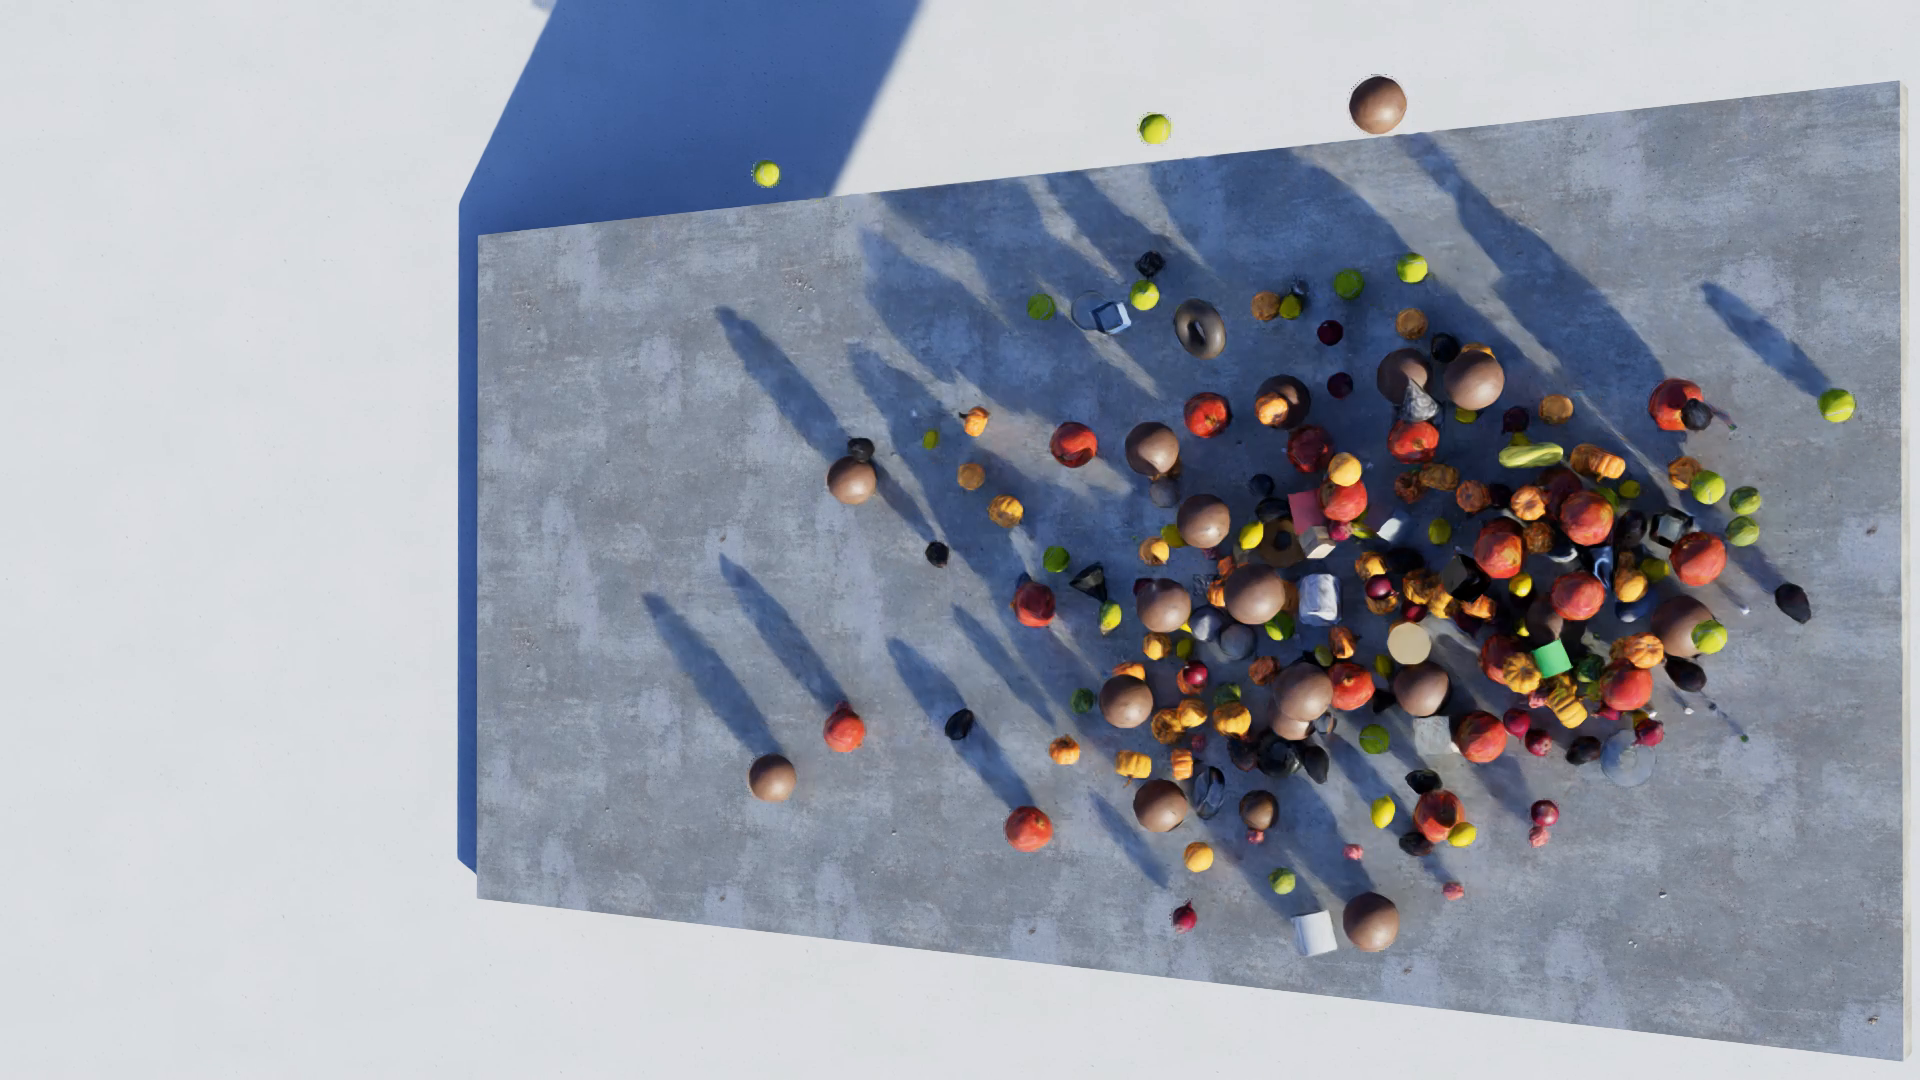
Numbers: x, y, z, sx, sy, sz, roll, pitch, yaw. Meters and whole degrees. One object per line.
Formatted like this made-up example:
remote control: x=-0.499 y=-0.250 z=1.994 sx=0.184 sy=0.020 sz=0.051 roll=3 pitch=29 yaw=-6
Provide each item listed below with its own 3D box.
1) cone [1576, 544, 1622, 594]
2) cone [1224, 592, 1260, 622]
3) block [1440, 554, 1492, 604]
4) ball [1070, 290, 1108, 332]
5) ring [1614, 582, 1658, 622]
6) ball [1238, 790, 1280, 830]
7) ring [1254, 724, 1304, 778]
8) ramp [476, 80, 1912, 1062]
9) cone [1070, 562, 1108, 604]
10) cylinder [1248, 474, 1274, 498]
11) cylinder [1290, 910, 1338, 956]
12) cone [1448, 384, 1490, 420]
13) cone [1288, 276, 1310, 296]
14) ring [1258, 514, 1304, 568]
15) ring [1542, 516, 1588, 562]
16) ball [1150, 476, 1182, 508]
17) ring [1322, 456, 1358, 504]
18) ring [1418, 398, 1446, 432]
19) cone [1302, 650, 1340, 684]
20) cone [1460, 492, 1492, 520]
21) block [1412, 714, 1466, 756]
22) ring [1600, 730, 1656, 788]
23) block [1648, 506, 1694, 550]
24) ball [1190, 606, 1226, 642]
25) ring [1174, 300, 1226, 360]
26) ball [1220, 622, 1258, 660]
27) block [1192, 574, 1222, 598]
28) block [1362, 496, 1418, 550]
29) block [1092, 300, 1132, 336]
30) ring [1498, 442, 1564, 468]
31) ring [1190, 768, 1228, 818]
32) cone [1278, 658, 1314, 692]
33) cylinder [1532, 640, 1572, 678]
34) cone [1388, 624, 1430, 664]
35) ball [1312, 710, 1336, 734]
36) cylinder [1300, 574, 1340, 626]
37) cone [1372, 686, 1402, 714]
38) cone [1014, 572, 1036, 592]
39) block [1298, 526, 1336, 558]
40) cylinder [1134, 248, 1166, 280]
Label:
cone: x=1.377 y=0.070 z=4.695 sx=0.097 sy=0.097 sz=0.097 roll=-13 pitch=79 yaw=0
cone: x=0.685 y=0.146 z=5.245 sx=0.078 sy=0.078 sz=0.078 roll=-31 pitch=90 yaw=1
block: x=1.104 y=0.084 z=4.804 sx=0.068 sy=0.068 sz=0.068 roll=17 pitch=129 yaw=-26
ball: x=0.324 y=-0.567 z=5.443 sx=0.100 sy=0.100 sz=0.100 roll=0 pitch=89 yaw=0
ring: x=1.454 y=0.133 z=4.725 sx=0.103 sy=0.103 sz=0.034 roll=-46 pitch=107 yaw=0
ball: x=0.707 y=0.637 z=5.191 sx=0.096 sy=0.096 sz=0.096 roll=0 pitch=89 yaw=0
ring: x=0.753 y=0.498 z=5.191 sx=0.131 sy=0.044 sz=0.131 roll=-5 pitch=80 yaw=33
ramp: x=0.259 y=0.071 z=5.597 sx=4.000 sy=0.100 sz=2.000 roll=0 pitch=89 yaw=32
cone: x=0.340 y=0.122 z=5.460 sx=0.098 sy=0.098 sz=0.098 roll=-37 pitch=99 yaw=0
cylinder: x=0.711 y=-0.128 z=5.189 sx=0.053 sy=0.053 sz=0.053 roll=1 pitch=92 yaw=18
cylinder: x=0.824 y=0.914 z=5.117 sx=0.090 sy=0.090 sz=0.090 roll=-12 pitch=82 yaw=0
cone: x=1.125 y=-0.321 z=4.920 sx=0.083 sy=0.083 sz=0.083 roll=15 pitch=89 yaw=-19
cone: x=0.788 y=-0.586 z=5.192 sx=0.052 sy=0.052 sz=0.052 roll=12 pitch=63 yaw=-24
ring: x=0.763 y=0.002 z=5.184 sx=0.130 sy=0.043 sz=0.130 roll=-7 pitch=76 yaw=28
ring: x=1.326 y=-0.003 z=4.817 sx=0.036 sy=0.109 sz=0.109 roll=27 pitch=89 yaw=-34
ball: x=0.494 y=-0.113 z=5.293 sx=0.078 sy=0.078 sz=0.078 roll=0 pitch=89 yaw=0
ring: x=0.878 y=-0.139 z=5.081 sx=0.111 sy=0.037 sz=0.111 roll=-14 pitch=111 yaw=-39
ring: x=1.070 y=-0.283 z=4.999 sx=0.027 sy=0.080 sz=0.080 roll=-4 pitch=89 yaw=-34
cone: x=0.850 y=0.286 z=5.135 sx=0.082 sy=0.082 sz=0.082 roll=-16 pitch=90 yaw=4
cone: x=1.167 y=-0.084 z=4.943 sx=0.067 sy=0.067 sz=0.067 roll=-12 pitch=90 yaw=5
block: x=1.082 y=0.438 z=4.959 sx=0.084 sy=0.084 sz=0.084 roll=-9 pitch=85 yaw=34
ring: x=1.442 y=0.473 z=4.747 sx=0.126 sy=0.042 sz=0.126 roll=-5 pitch=82 yaw=43
block: x=1.514 y=-0.026 z=4.683 sx=0.061 sy=0.061 sz=0.061 roll=-20 pitch=127 yaw=-38
ball: x=0.594 y=0.200 z=5.271 sx=0.088 sy=0.088 sz=0.088 roll=0 pitch=89 yaw=0
ring: x=0.548 y=-0.481 z=5.019 sx=0.049 sy=0.148 sz=0.148 roll=-29 pitch=90 yaw=-29
ball: x=0.662 y=0.242 z=5.227 sx=0.090 sy=0.090 sz=0.090 roll=0 pitch=89 yaw=0
block: x=0.596 y=0.110 z=5.291 sx=0.054 sy=0.054 sz=0.054 roll=-1 pitch=89 yaw=32
block: x=0.978 y=-0.040 z=4.998 sx=0.076 sy=0.076 sz=0.076 roll=34 pitch=97 yaw=-27
block: x=0.368 y=-0.540 z=5.351 sx=0.060 sy=0.060 sz=0.060 roll=-26 pitch=78 yaw=28
ring: x=1.241 y=-0.184 z=4.781 sx=0.138 sy=0.138 sz=0.046 roll=-6 pitch=94 yaw=0
ring: x=0.596 y=0.605 z=5.264 sx=0.041 sy=0.124 sz=0.124 roll=23 pitch=89 yaw=-27
cone: x=0.804 y=0.330 z=5.165 sx=0.079 sy=0.079 sz=0.079 roll=-44 pitch=94 yaw=0
cylinder: x=1.272 y=0.255 z=4.725 sx=0.065 sy=0.065 sz=0.065 roll=-22 pitch=84 yaw=0
cone: x=1.019 y=0.223 z=4.938 sx=0.096 sy=0.096 sz=0.096 roll=5 pitch=102 yaw=23
ball: x=0.838 y=0.420 z=5.053 sx=0.055 sy=0.055 sz=0.055 roll=0 pitch=89 yaw=0
cylinder: x=0.835 y=0.139 z=5.099 sx=0.094 sy=0.094 sz=0.094 roll=4 pitch=68 yaw=0
cone: x=0.984 y=0.366 z=5.047 sx=0.067 sy=0.067 sz=0.067 roll=-7 pitch=89 yaw=15
cone: x=0.176 y=0.117 z=5.555 sx=0.055 sy=0.055 sz=0.055 roll=36 pitch=90 yaw=31
block: x=0.816 y=0.005 z=5.024 sx=0.053 sy=0.053 sz=0.053 roll=4 pitch=53 yaw=-37
cylinder: x=0.465 y=-0.674 z=5.369 sx=0.054 sy=0.054 sz=0.054 roll=-40 pitch=90 yaw=21
